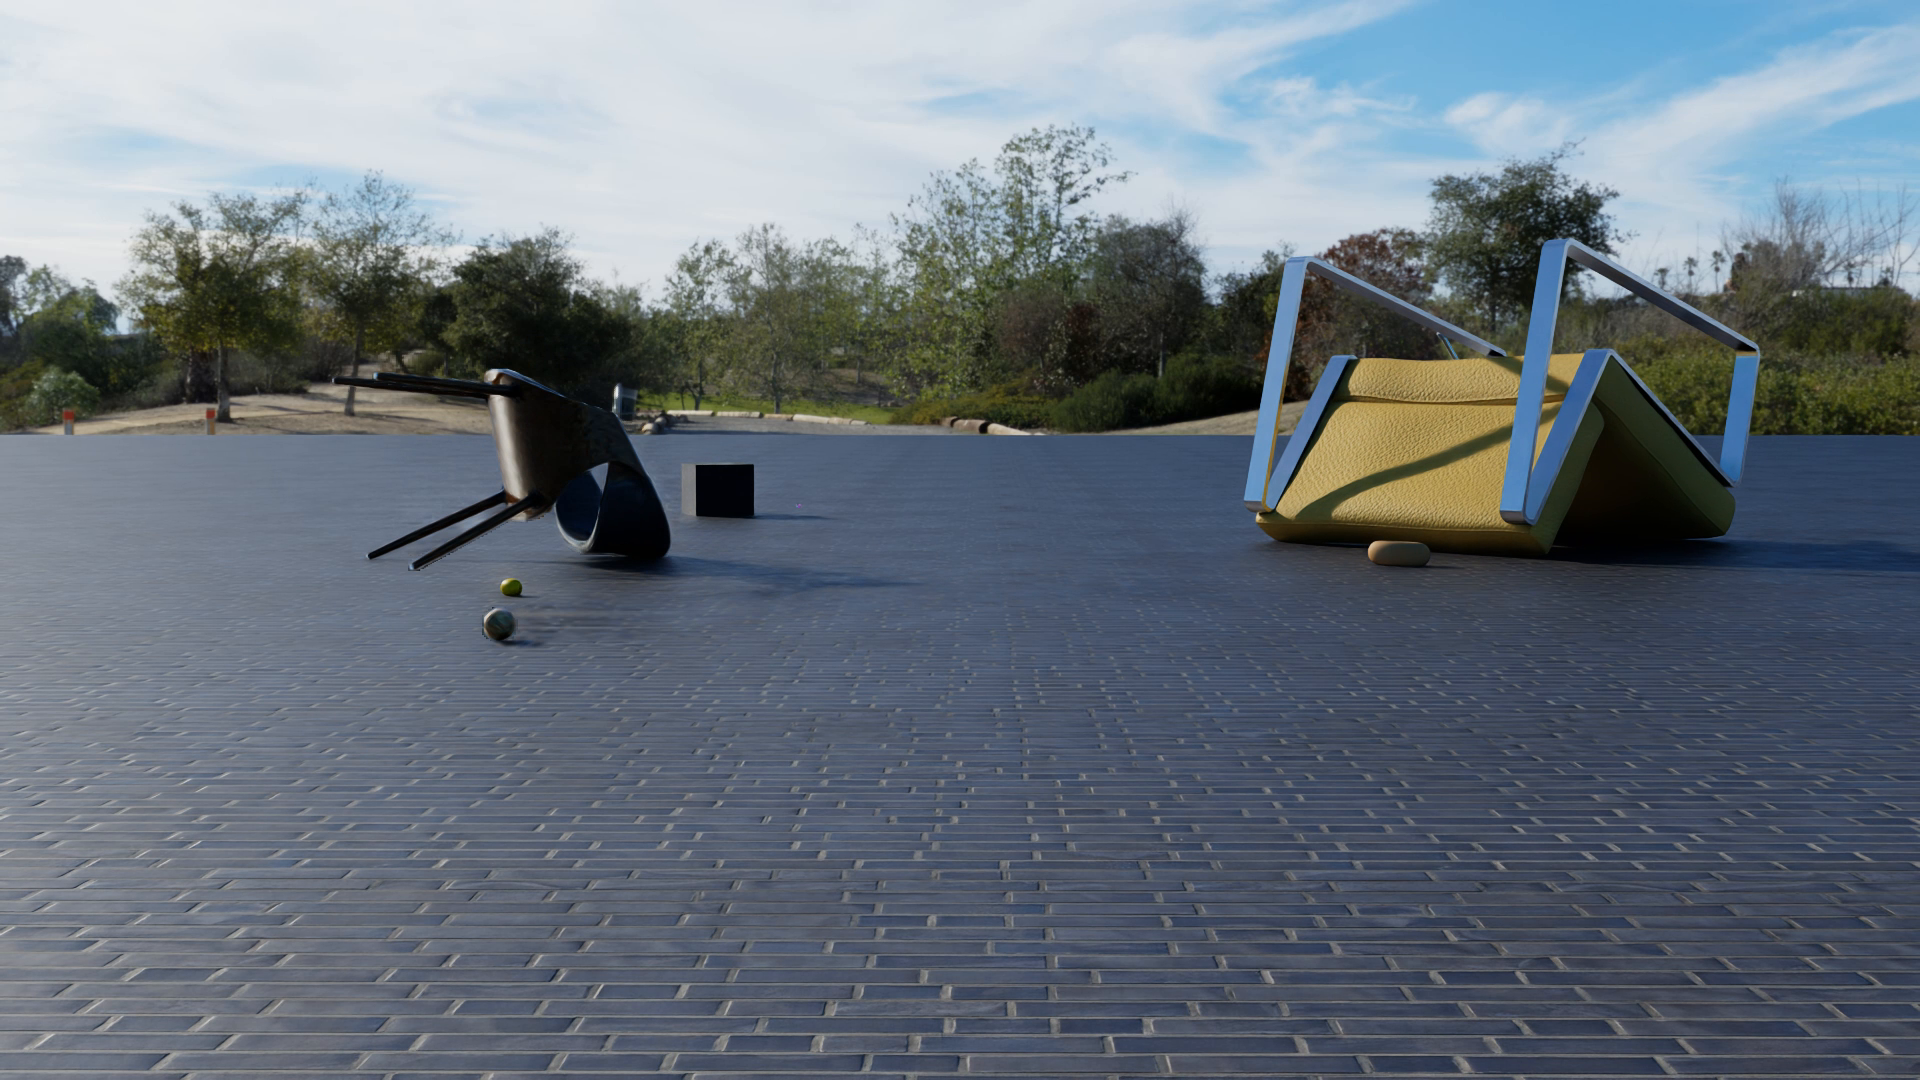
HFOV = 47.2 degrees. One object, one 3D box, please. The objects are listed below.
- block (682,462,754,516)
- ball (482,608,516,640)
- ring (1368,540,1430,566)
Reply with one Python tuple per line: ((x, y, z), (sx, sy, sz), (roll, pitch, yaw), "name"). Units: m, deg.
((-0.872, -0.184, 7.906), (0.213, 0.181, 0.212), (-1, 4, -21), "block")
((-0.822, 0.151, 3.925), (0.057, 0.057, 0.057), (0, 4, 0), "ball")
((1.120, 0.034, 5.612), (0.161, 0.060, 0.091), (4, 3, 28), "ring")
